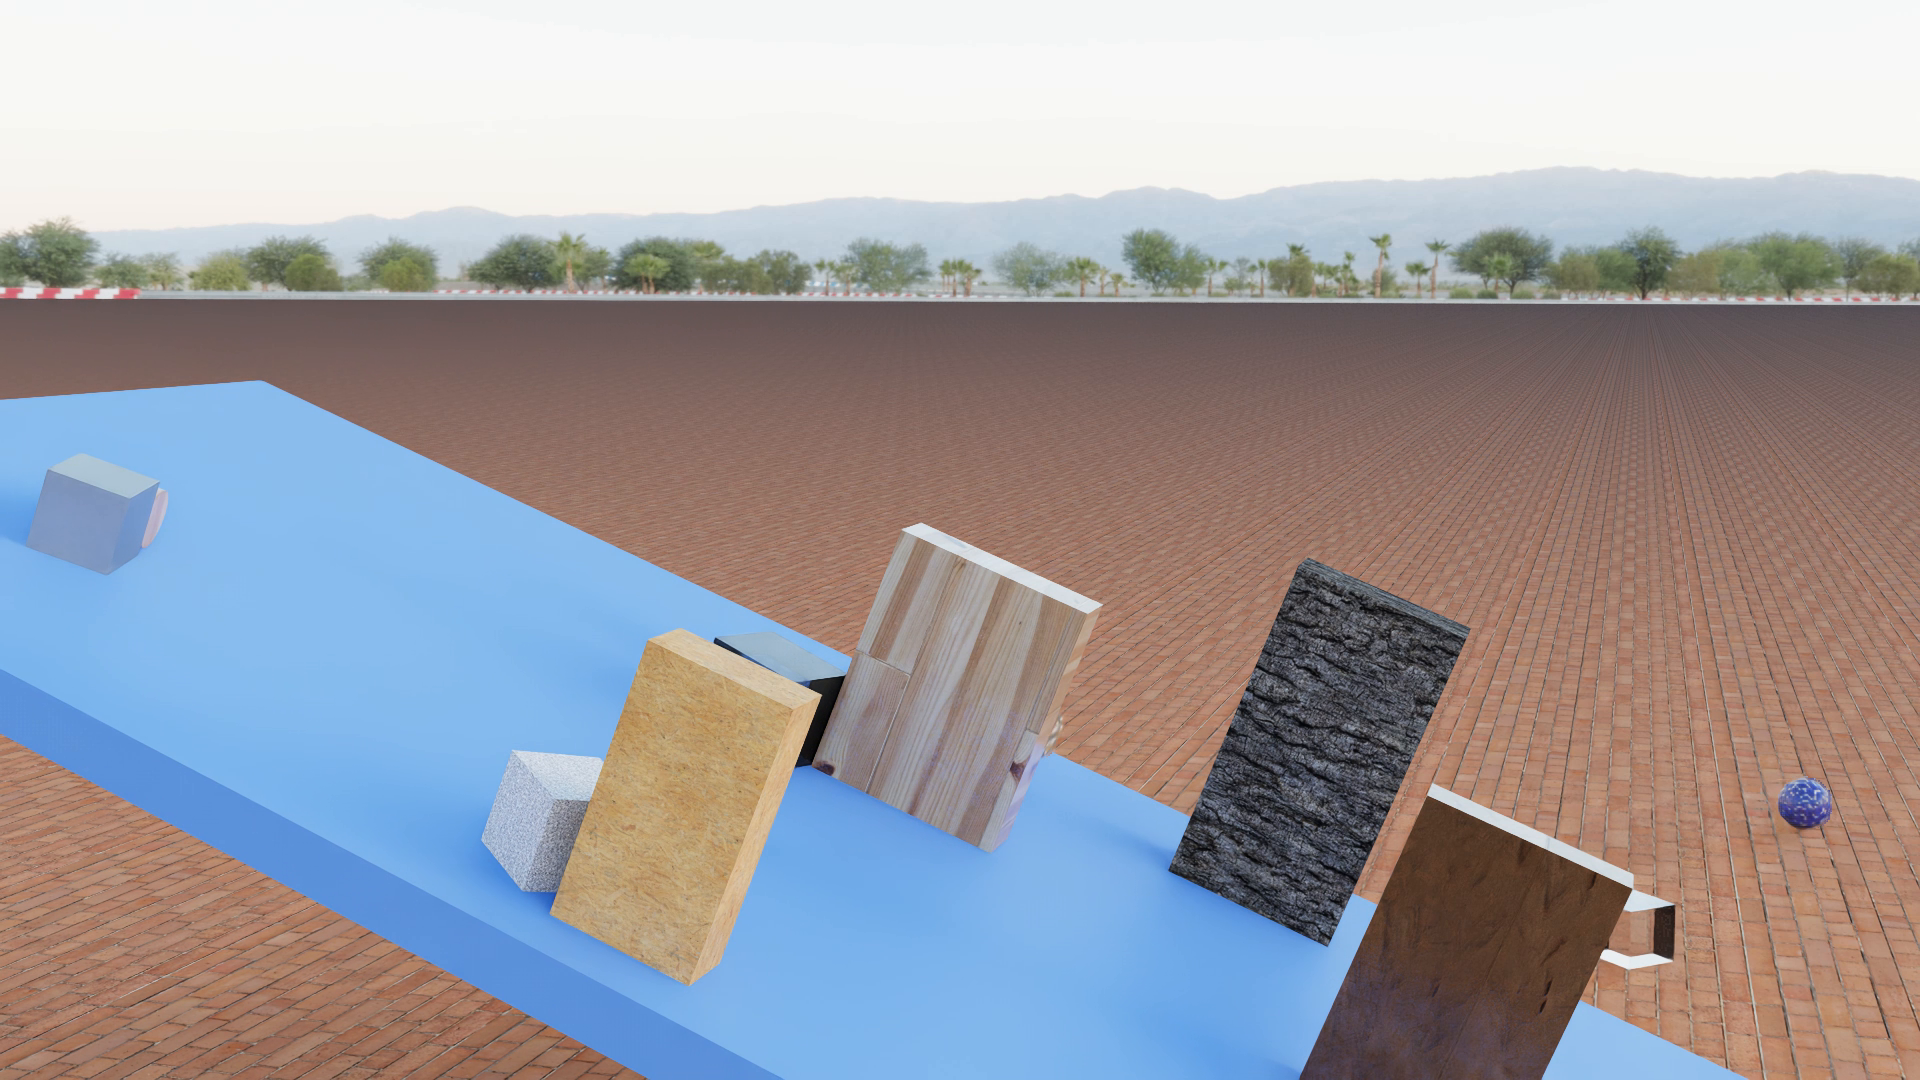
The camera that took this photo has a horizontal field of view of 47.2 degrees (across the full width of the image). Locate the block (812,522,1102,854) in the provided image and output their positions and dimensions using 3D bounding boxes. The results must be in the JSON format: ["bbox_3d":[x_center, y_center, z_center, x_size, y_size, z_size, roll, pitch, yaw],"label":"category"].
[{"bbox_3d":[-0.009,0.290,4.360,0.403,0.521,0.124,24,13,13],"label":"block"}]

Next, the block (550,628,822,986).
[{"bbox_3d":[-0.419,0.404,3.347,0.248,0.468,0.118,24,13,13],"label":"block"}]

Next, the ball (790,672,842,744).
[{"bbox_3d":[-0.304,0.344,4.515,0.147,0.147,0.147,0,7,0],"label":"ball"}]

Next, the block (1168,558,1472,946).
[{"bbox_3d":[0.740,0.436,4.547,0.361,0.704,0.139,24,13,13],"label":"block"}]

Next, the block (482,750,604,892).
[{"bbox_3d":[-0.634,0.450,3.504,0.162,0.162,0.162,10,17,-40],"label":"block"}]

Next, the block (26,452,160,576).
[{"bbox_3d":[-1.594,-0.049,4.047,0.153,0.153,0.153,20,13,-5],"label":"block"}]

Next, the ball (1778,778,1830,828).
[{"bbox_3d":[2.824,0.882,7.358,0.167,0.167,0.167,0,7,0],"label":"ball"}]

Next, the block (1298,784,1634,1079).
[{"bbox_3d":[0.846,0.750,3.716,0.356,0.572,0.090,24,13,13],"label":"block"}]

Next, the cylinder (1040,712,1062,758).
[{"bbox_3d":[0.140,0.415,4.979,0.130,0.130,0.130,30,23,33],"label":"cylinder"}]

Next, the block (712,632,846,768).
[{"bbox_3d":[-0.385,0.320,4.361,0.201,0.201,0.201,27,14,26],"label":"block"}]

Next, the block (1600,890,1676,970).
[{"bbox_3d":[1.821,1.055,5.962,0.158,0.158,0.158,-3,8,-26],"label":"block"}]

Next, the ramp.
[{"bbox_3d":[-0.311,0.554,4.197,4.000,0.100,2.000,24,13,13],"label":"ramp"}]
